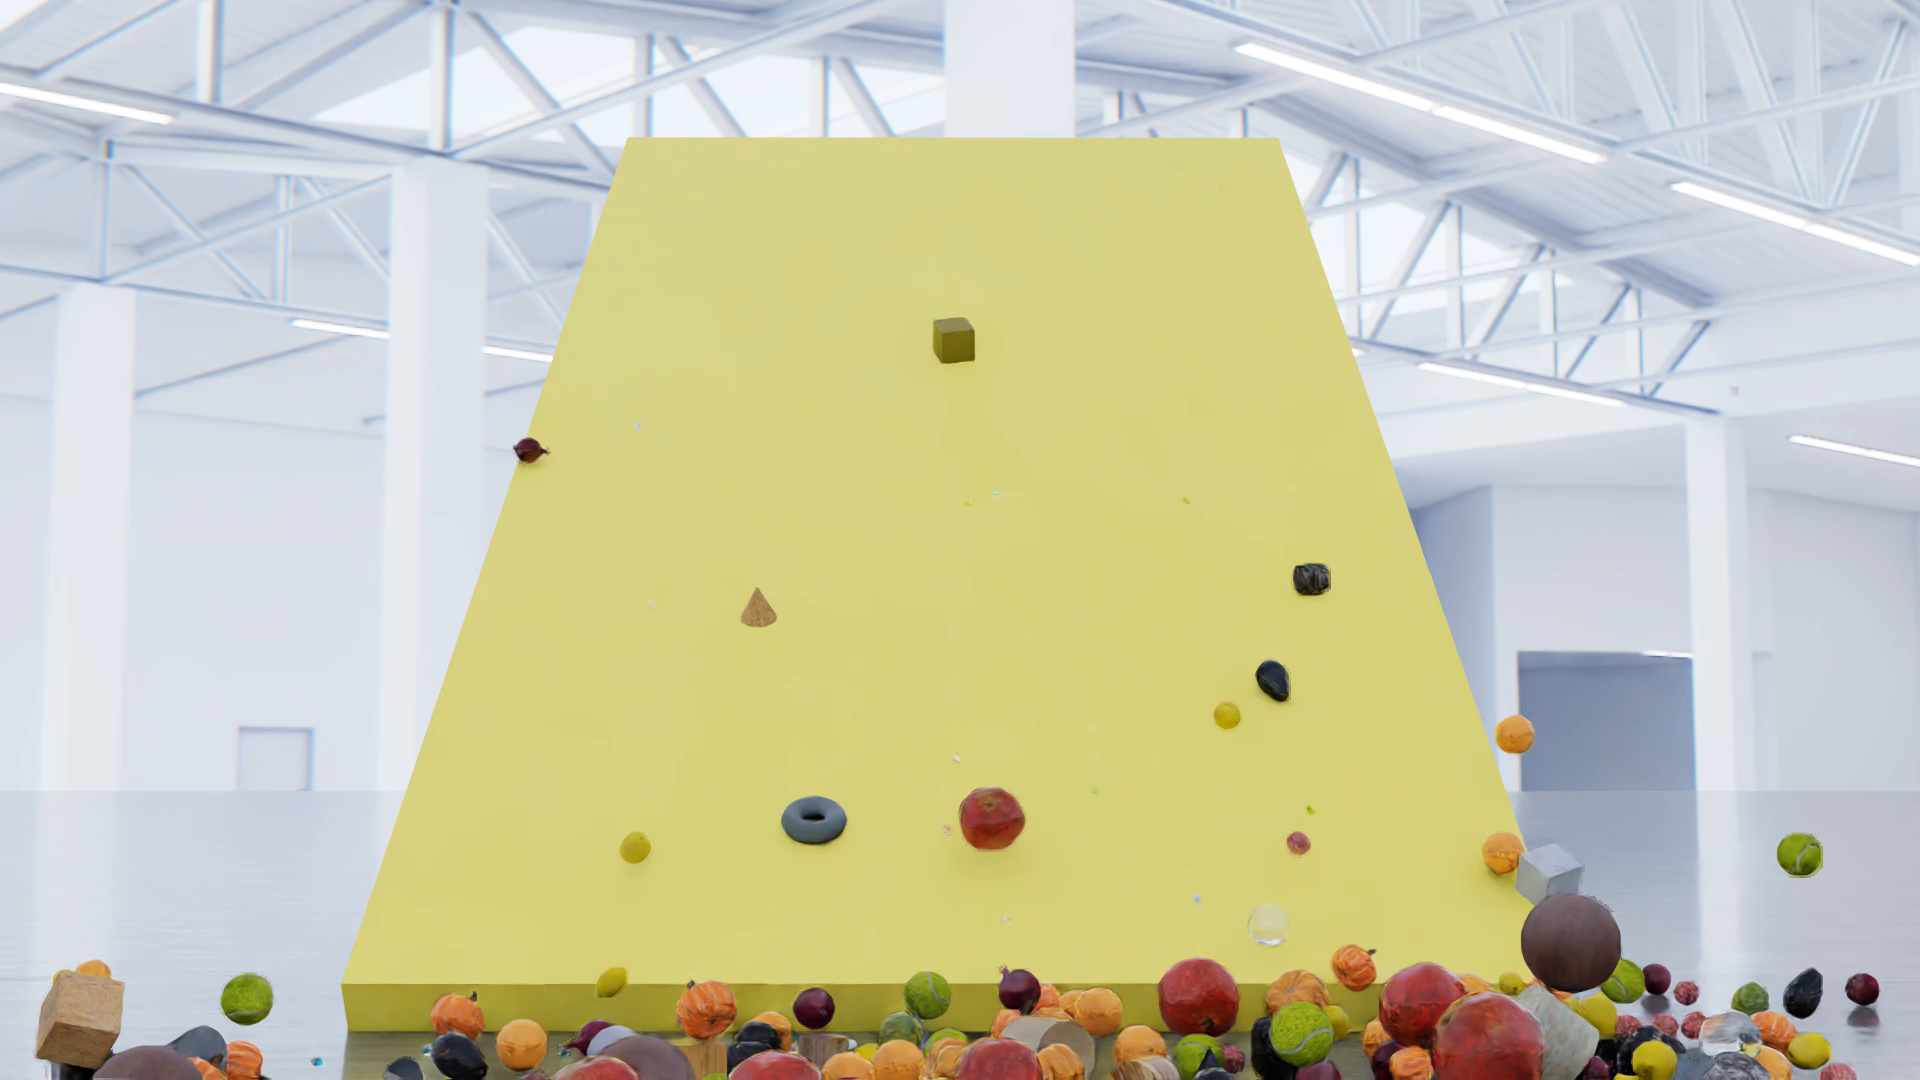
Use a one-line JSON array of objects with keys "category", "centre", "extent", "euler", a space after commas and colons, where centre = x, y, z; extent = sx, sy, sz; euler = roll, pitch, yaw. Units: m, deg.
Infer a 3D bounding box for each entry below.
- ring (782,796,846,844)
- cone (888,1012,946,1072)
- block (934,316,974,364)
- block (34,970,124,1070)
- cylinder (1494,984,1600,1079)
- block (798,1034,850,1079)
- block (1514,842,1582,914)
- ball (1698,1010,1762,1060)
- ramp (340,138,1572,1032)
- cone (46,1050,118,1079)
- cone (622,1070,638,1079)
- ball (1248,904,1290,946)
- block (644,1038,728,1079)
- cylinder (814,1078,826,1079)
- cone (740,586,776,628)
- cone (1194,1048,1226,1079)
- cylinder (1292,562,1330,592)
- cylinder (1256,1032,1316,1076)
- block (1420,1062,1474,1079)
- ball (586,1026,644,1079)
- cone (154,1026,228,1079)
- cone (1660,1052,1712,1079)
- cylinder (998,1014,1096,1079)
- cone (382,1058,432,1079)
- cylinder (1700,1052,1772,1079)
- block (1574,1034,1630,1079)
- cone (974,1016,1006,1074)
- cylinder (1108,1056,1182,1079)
[{"category": "ring", "centre": [-0.259, 0.496, 4.262], "extent": [0.115, 0.038, 0.115], "euler": [0, 31, 0]}, {"category": "cone", "centre": [-0.062, 0.712, 3.427], "extent": [0.083, 0.083, 0.083], "euler": [0, -6, 0]}, {"category": "block", "centre": [-0.015, -0.497, 5.987], "extent": [0.084, 0.084, 0.084], "euler": [-8, 30, -14]}, {"category": "block", "centre": [-1.098, 0.599, 3.002], "extent": [0.079, 0.079, 0.079], "euler": [19, -54, -28]}, {"category": "cylinder", "centre": [0.748, 0.633, 3.071], "extent": [0.093, 0.093, 0.093], "euler": [38, -9, -2]}, {"category": "block", "centre": [-0.190, 0.719, 3.349], "extent": [0.054, 0.054, 0.054], "euler": [3, -6, -26]}, {"category": "block", "centre": [1.001, 0.575, 4.093], "extent": [0.074, 0.074, 0.074], "euler": [-15, 33, -25]}, {"category": "ball", "centre": [0.956, 0.621, 2.985], "extent": [0.075, 0.075, 0.075], "euler": [0, -6, 0]}, {"category": "ramp", "centre": [-0.012, -0.215, 5.672], "extent": [2.000, 0.100, 4.000], "euler": [0, 29, 0]}, {"category": "cone", "centre": [-1.121, 0.684, 3.015], "extent": [0.096, 0.096, 0.096], "euler": [-1, 19, 5]}, {"category": "cone", "centre": [-0.416, 0.684, 2.901], "extent": [0.065, 0.065, 0.065], "euler": [-25, -6, -1]}, {"category": "ball", "centre": [0.511, 0.638, 3.982], "extent": [0.070, 0.070, 0.070], "euler": [0, -6, 0]}, {"category": "block", "centre": [-0.344, 0.670, 3.009], "extent": [0.082, 0.082, 0.082], "euler": [3, -6, -23]}, {"category": "cylinder", "centre": [-0.113, 0.592, 2.408], "extent": [0.088, 0.088, 0.088], "euler": [8, -1, 29]}, {"category": "cone", "centre": [-0.410, 0.126, 4.883], "extent": [0.075, 0.075, 0.075], "euler": [0, 29, 0]}, {"category": "cone", "centre": [0.315, 0.676, 3.033], "extent": [0.076, 0.076, 0.076], "euler": [0, -6, 0]}, {"category": "cylinder", "centre": [0.729, 0.078, 4.990], "extent": [0.057, 0.057, 0.057], "euler": [-6, -4, -15]}, {"category": "cylinder", "centre": [0.451, 0.711, 3.329], "extent": [0.060, 0.060, 0.060], "euler": [5, -7, -19]}, {"category": "block", "centre": [0.616, 0.689, 3.045], "extent": [0.051, 0.051, 0.051], "euler": [1, -6, -12]}, {"category": "ball", "centre": [-0.462, 0.694, 3.236], "extent": [0.080, 0.080, 0.080], "euler": [0, -6, 0]}, {"category": "cone", "centre": [-0.972, 0.641, 2.980], "extent": [0.088, 0.088, 0.088], "euler": [1, -4, 35]}, {"category": "cone", "centre": [0.899, 0.686, 2.954], "extent": [0.087, 0.087, 0.087], "euler": [-1, -32, 7]}, {"category": "cylinder", "centre": [0.116, 0.685, 3.214], "extent": [0.093, 0.093, 0.093], "euler": [3, -7, -31]}, {"category": "cone", "centre": [-0.658, 0.675, 2.948], "extent": [0.072, 0.072, 0.072], "euler": [-4, -17, 31]}, {"category": "cylinder", "centre": [0.830, 0.601, 2.594], "extent": [0.070, 0.070, 0.070], "euler": [-5, 23, 39]}, {"category": "block", "centre": [0.848, 0.696, 3.198], "extent": [0.069, 0.069, 0.069], "euler": [-3, -7, 30]}, {"category": "cone", "centre": [0.058, 0.713, 3.412], "extent": [0.077, 0.077, 0.077], "euler": [0, -6, 0]}, {"category": "cylinder", "centre": [0.226, 0.669, 2.938], "extent": [0.070, 0.070, 0.070], "euler": [-3, -7, 29]}]
